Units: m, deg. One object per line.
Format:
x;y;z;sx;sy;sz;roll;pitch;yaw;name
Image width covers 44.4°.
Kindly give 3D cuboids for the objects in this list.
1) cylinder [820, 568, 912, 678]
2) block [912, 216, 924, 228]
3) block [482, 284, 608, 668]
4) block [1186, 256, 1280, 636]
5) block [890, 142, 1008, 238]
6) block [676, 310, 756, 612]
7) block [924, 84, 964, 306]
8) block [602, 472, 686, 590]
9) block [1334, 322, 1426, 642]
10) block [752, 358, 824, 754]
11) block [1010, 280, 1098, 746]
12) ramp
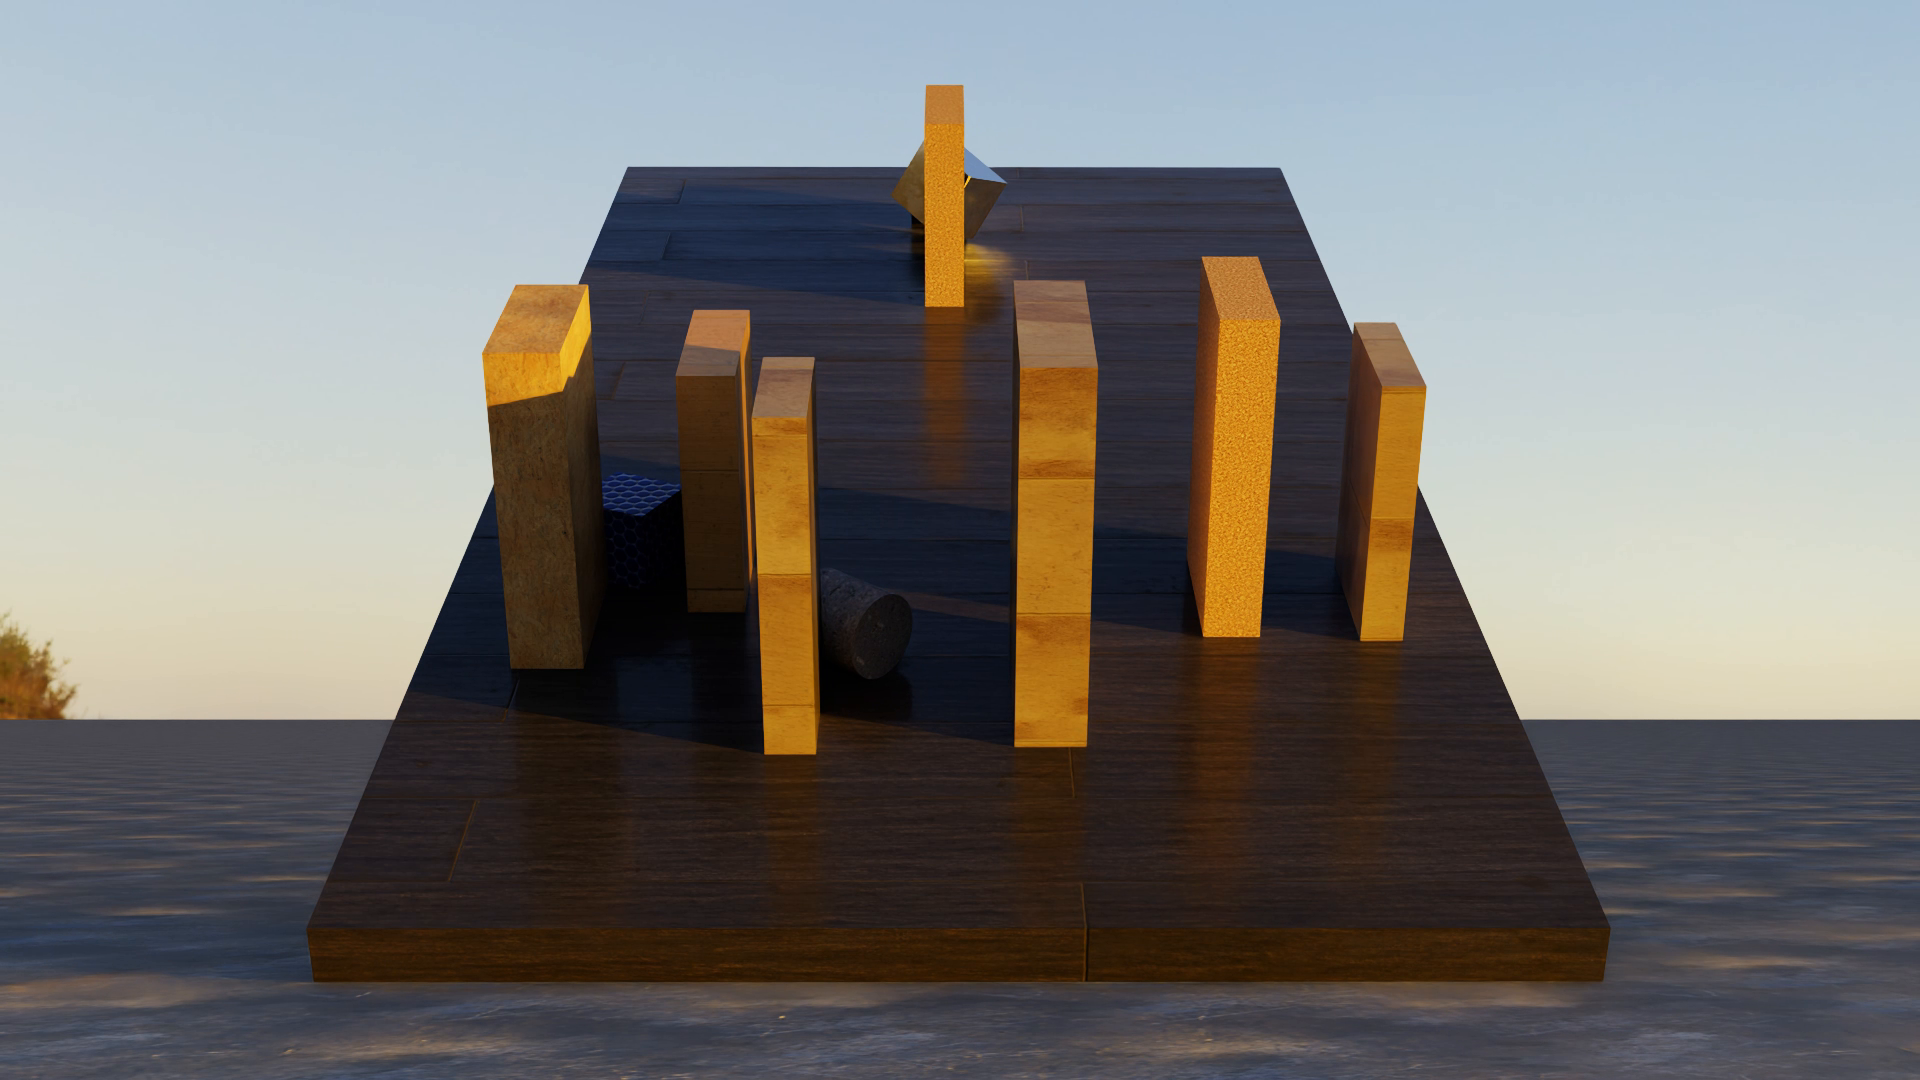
-0.203;0.153;4.335;0.163;0.163;0.163;21;9;36;cylinder
-0.055;-0.990;6.706;0.158;0.158;0.158;1;25;2;block
-0.762;-0.120;4.368;0.134;0.623;0.353;0;26;0;block
0.515;-0.179;4.478;0.107;0.639;0.342;0;26;0;block
-0.031;-0.966;6.484;0.187;0.187;0.187;43;24;23;block
-0.471;-0.157;4.599;0.110;0.491;0.351;0;26;0;block
-0.040;-0.904;6.158;0.100;0.483;0.377;0;26;0;block
-0.654;-0.019;4.690;0.162;0.162;0.162;12;28;23;block
0.797;-0.114;4.484;0.080;0.518;0.329;0;26;0;block
-0.293;0.029;4.053;0.089;0.631;0.266;0;26;0;block
0.158;-0.050;4.130;0.125;0.708;0.418;0;26;0;block
-0.010;-0.229;5.430;2.000;0.100;4.000;0;26;0;ramp
